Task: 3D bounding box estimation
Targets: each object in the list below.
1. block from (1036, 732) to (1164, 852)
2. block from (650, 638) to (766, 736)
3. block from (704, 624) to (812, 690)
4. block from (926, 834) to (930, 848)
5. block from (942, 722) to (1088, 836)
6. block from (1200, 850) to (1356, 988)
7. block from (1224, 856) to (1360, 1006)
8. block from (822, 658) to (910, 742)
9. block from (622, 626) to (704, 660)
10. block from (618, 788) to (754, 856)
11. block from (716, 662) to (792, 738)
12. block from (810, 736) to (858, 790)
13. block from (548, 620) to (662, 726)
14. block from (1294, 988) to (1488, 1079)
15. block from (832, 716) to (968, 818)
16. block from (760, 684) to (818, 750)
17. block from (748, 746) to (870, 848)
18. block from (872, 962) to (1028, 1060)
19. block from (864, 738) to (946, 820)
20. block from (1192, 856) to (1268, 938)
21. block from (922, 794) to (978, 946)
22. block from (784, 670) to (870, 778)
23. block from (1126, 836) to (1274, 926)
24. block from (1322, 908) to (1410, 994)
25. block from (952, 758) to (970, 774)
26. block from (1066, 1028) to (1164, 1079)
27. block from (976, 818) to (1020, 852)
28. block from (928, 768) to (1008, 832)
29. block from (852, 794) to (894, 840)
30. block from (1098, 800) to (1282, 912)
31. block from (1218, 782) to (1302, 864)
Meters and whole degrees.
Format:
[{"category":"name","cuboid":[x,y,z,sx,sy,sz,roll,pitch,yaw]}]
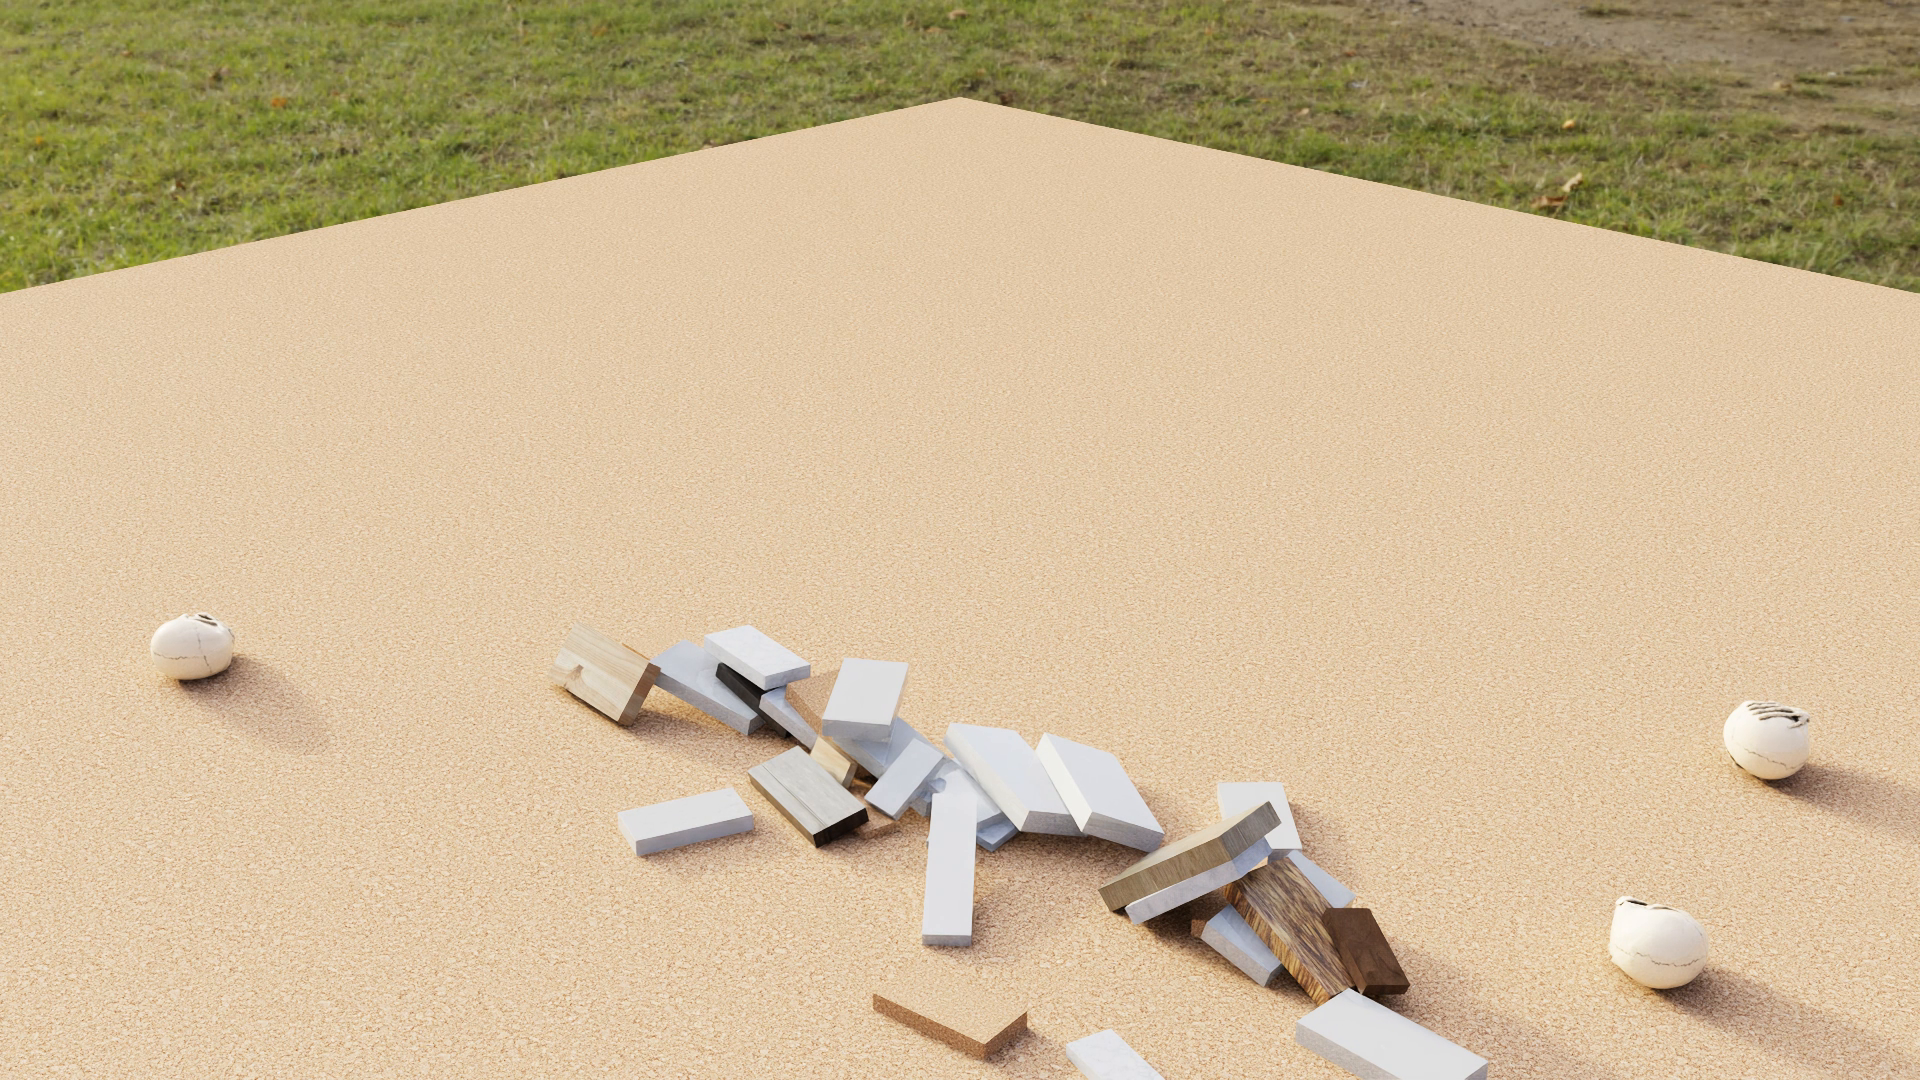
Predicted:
[{"category":"block","cuboid":[0.278,0.506,4.422,0.167,0.047,0.334,19,16,-21]},{"category":"block","cuboid":[-0.541,0.323,4.862,0.289,0.041,0.144,26,32,22]},{"category":"block","cuboid":[-0.447,0.257,4.833,0.120,0.034,0.240,-13,28,-37]},{"category":"block","cuboid":[-0.022,0.578,4.376,0.063,0.018,0.126,5,23,11]},{"category":"block","cuboid":[0.116,0.482,4.443,0.167,0.047,0.334,10,21,-35]},{"category":"block","cuboid":[0.582,0.686,4.007,0.144,0.041,0.288,36,43,25]},{"category":"block","cuboid":[0.617,0.701,3.934,0.144,0.041,0.288,-15,47,-32]},{"category":"block","cuboid":[-0.197,0.334,4.631,0.140,0.040,0.281,5,24,5]},{"category":"block","cuboid":[-0.635,0.280,5.047,0.144,0.041,0.289,-18,29,-37]},{"category":"block","cuboid":[-0.548,0.561,4.394,0.243,0.034,0.122,-10,25,-23]},{"category":"block","cuboid":[-0.412,0.336,4.814,0.120,0.034,0.240,-17,45,-44]},{"category":"block","cuboid":[-0.266,0.468,4.566,0.020,0.070,0.140,18,9,-38]},{"category":"block","cuboid":[-0.793,0.295,4.889,0.289,0.144,0.041,24,-6,44]},{"category":"block","cuboid":[0.722,0.857,3.688,0.144,0.041,0.288,-20,30,-39]},{"category":"block","cuboid":[-0.117,0.454,4.544,0.140,0.040,0.281,-21,46,-42]},{"category":"block","cuboid":[-0.303,0.391,4.708,0.240,0.034,0.120,36,39,28]},{"category":"block","cuboid":[-0.310,0.518,4.461,0.122,0.034,0.298,-26,32,-21]},{"category":"block","cuboid":[-0.018,0.812,3.802,0.243,0.034,0.121,17,28,34]},{"category":"block","cuboid":[-0.110,0.483,4.436,0.081,0.023,0.163,27,66,34]},{"category":"block","cuboid":[0.510,0.666,4.144,0.131,0.037,0.261,4,23,8]},{"category":"block","cuboid":[-0.017,0.622,4.187,0.090,0.025,0.416,1,31,2]},{"category":"block","cuboid":[-0.236,0.388,4.672,0.140,0.040,0.281,-14,43,-36]},{"category":"block","cuboid":[0.437,0.623,4.031,0.261,0.037,0.131,-32,-5,36]},{"category":"block","cuboid":[0.715,0.724,3.878,0.090,0.025,0.179,4,37,-23]},{"category":"block","cuboid":[0.037,0.472,4.619,0.163,0.023,0.081,-21,31,-40]},{"category":"block","cuboid":[0.262,0.881,3.652,0.090,0.025,0.179,-13,26,-27]},{"category":"block","cuboid":[0.082,0.563,4.374,0.070,0.020,0.139,27,40,32]},{"category":"block","cuboid":[0.016,0.521,4.400,0.081,0.023,0.163,-20,36,-29]},{"category":"block","cuboid":[-0.199,0.557,4.423,0.070,0.020,0.140,-16,28,-32]},{"category":"block","cuboid":[0.422,0.585,4.063,0.167,0.047,0.334,-25,-6,-45]},{"category":"block","cuboid":[0.595,0.564,4.385,0.131,0.037,0.261,0,23,-1]}]
